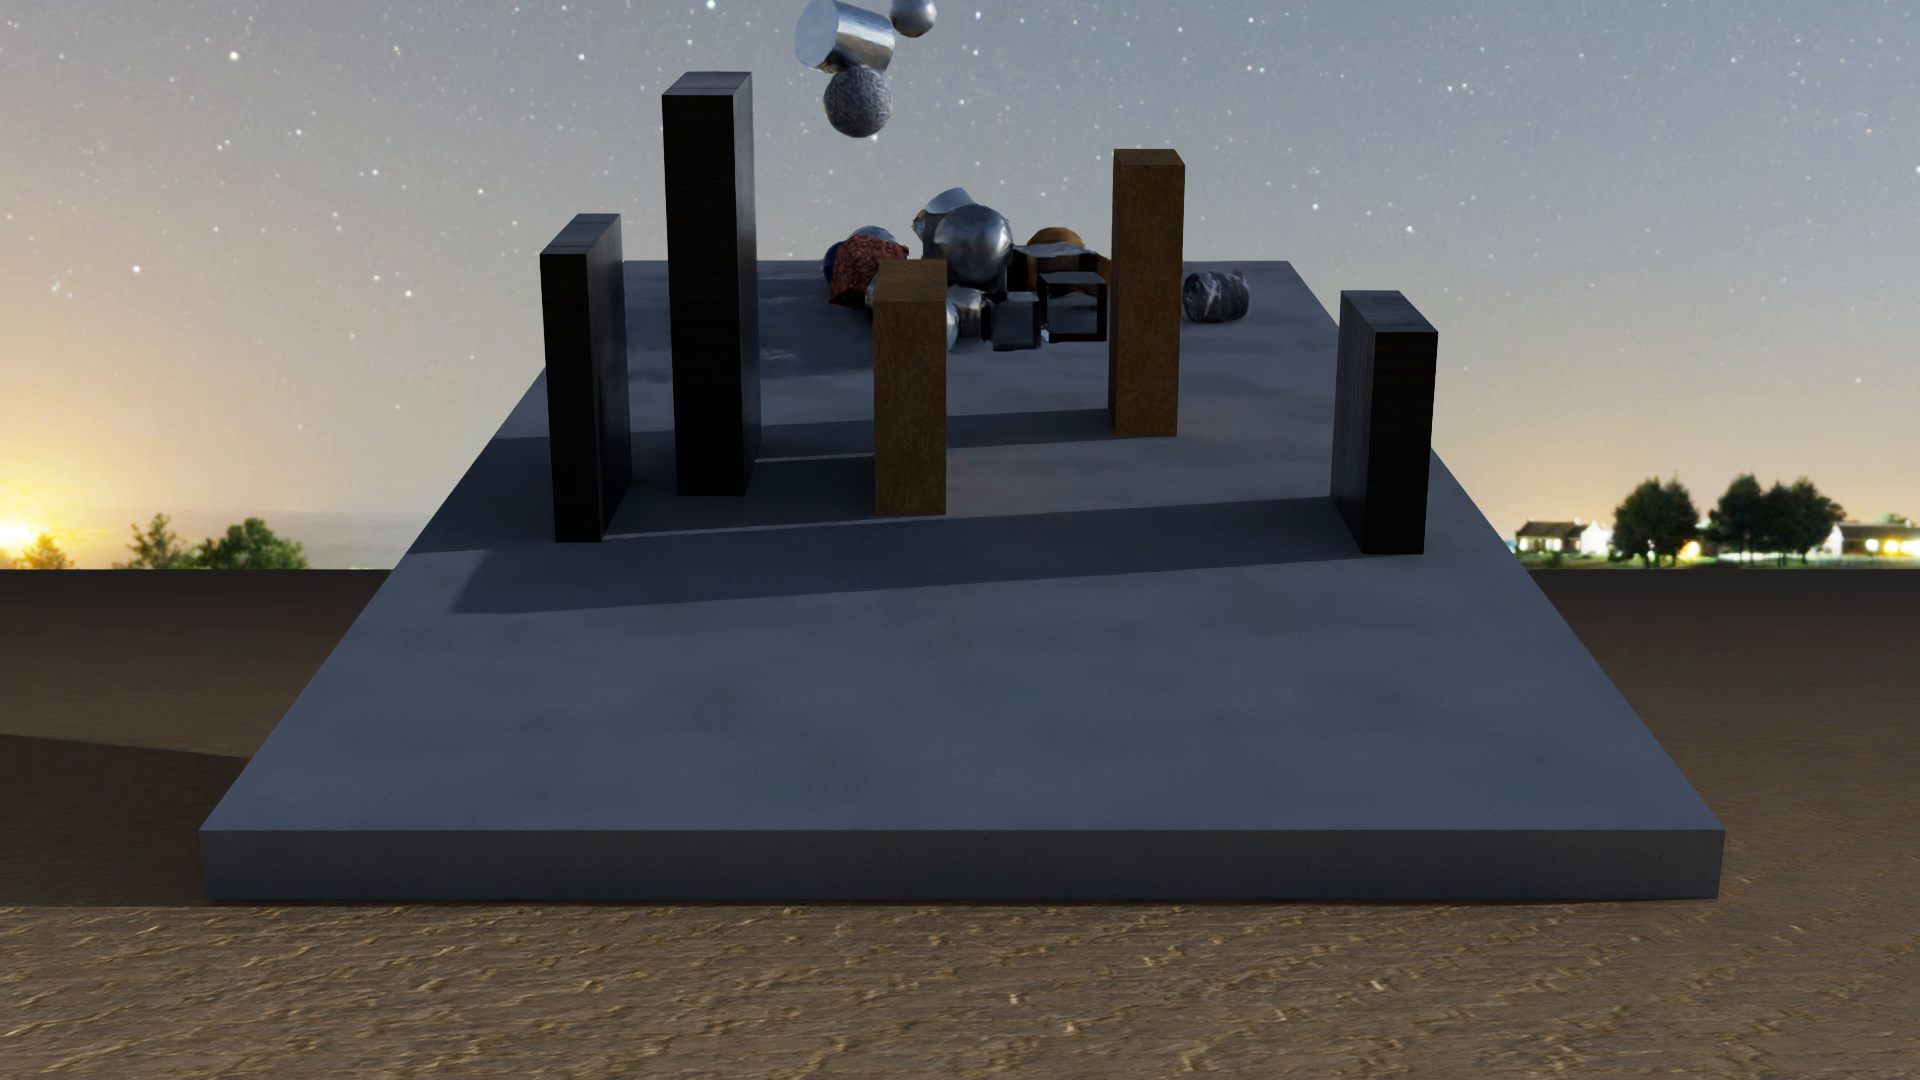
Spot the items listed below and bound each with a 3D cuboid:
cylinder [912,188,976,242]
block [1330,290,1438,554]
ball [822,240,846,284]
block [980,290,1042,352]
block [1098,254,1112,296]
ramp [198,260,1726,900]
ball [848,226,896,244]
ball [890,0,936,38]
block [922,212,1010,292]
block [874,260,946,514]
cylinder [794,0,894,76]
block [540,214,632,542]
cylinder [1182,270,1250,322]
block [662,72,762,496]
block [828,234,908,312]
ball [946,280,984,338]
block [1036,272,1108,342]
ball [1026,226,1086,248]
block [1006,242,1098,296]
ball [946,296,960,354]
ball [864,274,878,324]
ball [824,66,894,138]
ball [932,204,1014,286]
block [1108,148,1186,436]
[{"bbox_3d":[-0.007,-0.874,6.396,0.189,0.189,0.189,-34,-15,-10],"label":"cylinder"},{"bbox_3d":[0.781,-0.225,4.143,0.110,0.409,0.366,0,18,0],"label":"block"},{"bbox_3d":[-0.315,-0.771,6.275,0.143,0.143,0.143,0,-1,0],"label":"ball"},{"bbox_3d":[0.128,-0.552,5.625,0.124,0.124,0.124,-5,18,-14],"label":"block"},{"bbox_3d":[0.372,-0.723,6.095,0.105,0.105,0.105,22,8,1],"label":"block"},{"bbox_3d":[-0.003,-0.184,4.844,2.000,0.100,4.000,0,18,0],"label":"ramp"},{"bbox_3d":[-0.255,-0.821,6.404,0.159,0.159,0.159,0,-1,0],"label":"ball"},{"bbox_3d":[-0.137,-1.529,6.484,0.137,0.137,0.137,0,-1,0],"label":"ball"},{"bbox_3d":[0.014,-0.777,6.071,0.206,0.206,0.206,6,9,6],"label":"block"},{"bbox_3d":[-0.095,-0.308,4.393,0.135,0.413,0.419,0,18,0],"label":"block"},{"bbox_3d":[-0.328,-1.417,6.338,0.202,0.202,0.202,7,-5,-41],"label":"cylinder"},{"bbox_3d":[-0.700,-0.314,4.213,0.083,0.533,0.427,0,18,0],"label":"block"},{"bbox_3d":[0.676,-0.644,5.902,0.128,0.128,0.128,-7,2,-22],"label":"cylinder"},{"bbox_3d":[-0.488,-0.517,4.450,0.132,0.775,0.410,0,18,0],"label":"block"},{"bbox_3d":[-0.241,-0.700,5.898,0.150,0.150,0.150,12,-14,-21],"label":"block"},{"bbox_3d":[0.005,-0.591,5.716,0.144,0.144,0.144,0,-1,0],"label":"ball"},{"bbox_3d":[0.285,-0.598,5.728,0.150,0.150,0.150,-3,18,-10],"label":"block"},{"bbox_3d":[0.267,-0.788,6.268,0.182,0.182,0.182,0,-1,0],"label":"ball"},{"bbox_3d":[0.243,-0.684,5.948,0.179,0.179,0.179,-8,20,-25],"label":"block"},{"bbox_3d":[-0.097,-0.525,5.430,0.191,0.191,0.191,0,-1,0],"label":"ball"},{"bbox_3d":[-0.157,-0.613,5.730,0.176,0.176,0.176,0,-1,0],"label":"ball"},{"bbox_3d":[-0.286,-1.230,6.273,0.197,0.197,0.197,0,-1,0],"label":"ball"},{"bbox_3d":[0.035,-0.761,5.760,0.209,0.209,0.209,0,-1,0],"label":"ball"},{"bbox_3d":[0.400,-0.537,4.832,0.132,0.581,0.244,0,18,0],"label":"block"}]
